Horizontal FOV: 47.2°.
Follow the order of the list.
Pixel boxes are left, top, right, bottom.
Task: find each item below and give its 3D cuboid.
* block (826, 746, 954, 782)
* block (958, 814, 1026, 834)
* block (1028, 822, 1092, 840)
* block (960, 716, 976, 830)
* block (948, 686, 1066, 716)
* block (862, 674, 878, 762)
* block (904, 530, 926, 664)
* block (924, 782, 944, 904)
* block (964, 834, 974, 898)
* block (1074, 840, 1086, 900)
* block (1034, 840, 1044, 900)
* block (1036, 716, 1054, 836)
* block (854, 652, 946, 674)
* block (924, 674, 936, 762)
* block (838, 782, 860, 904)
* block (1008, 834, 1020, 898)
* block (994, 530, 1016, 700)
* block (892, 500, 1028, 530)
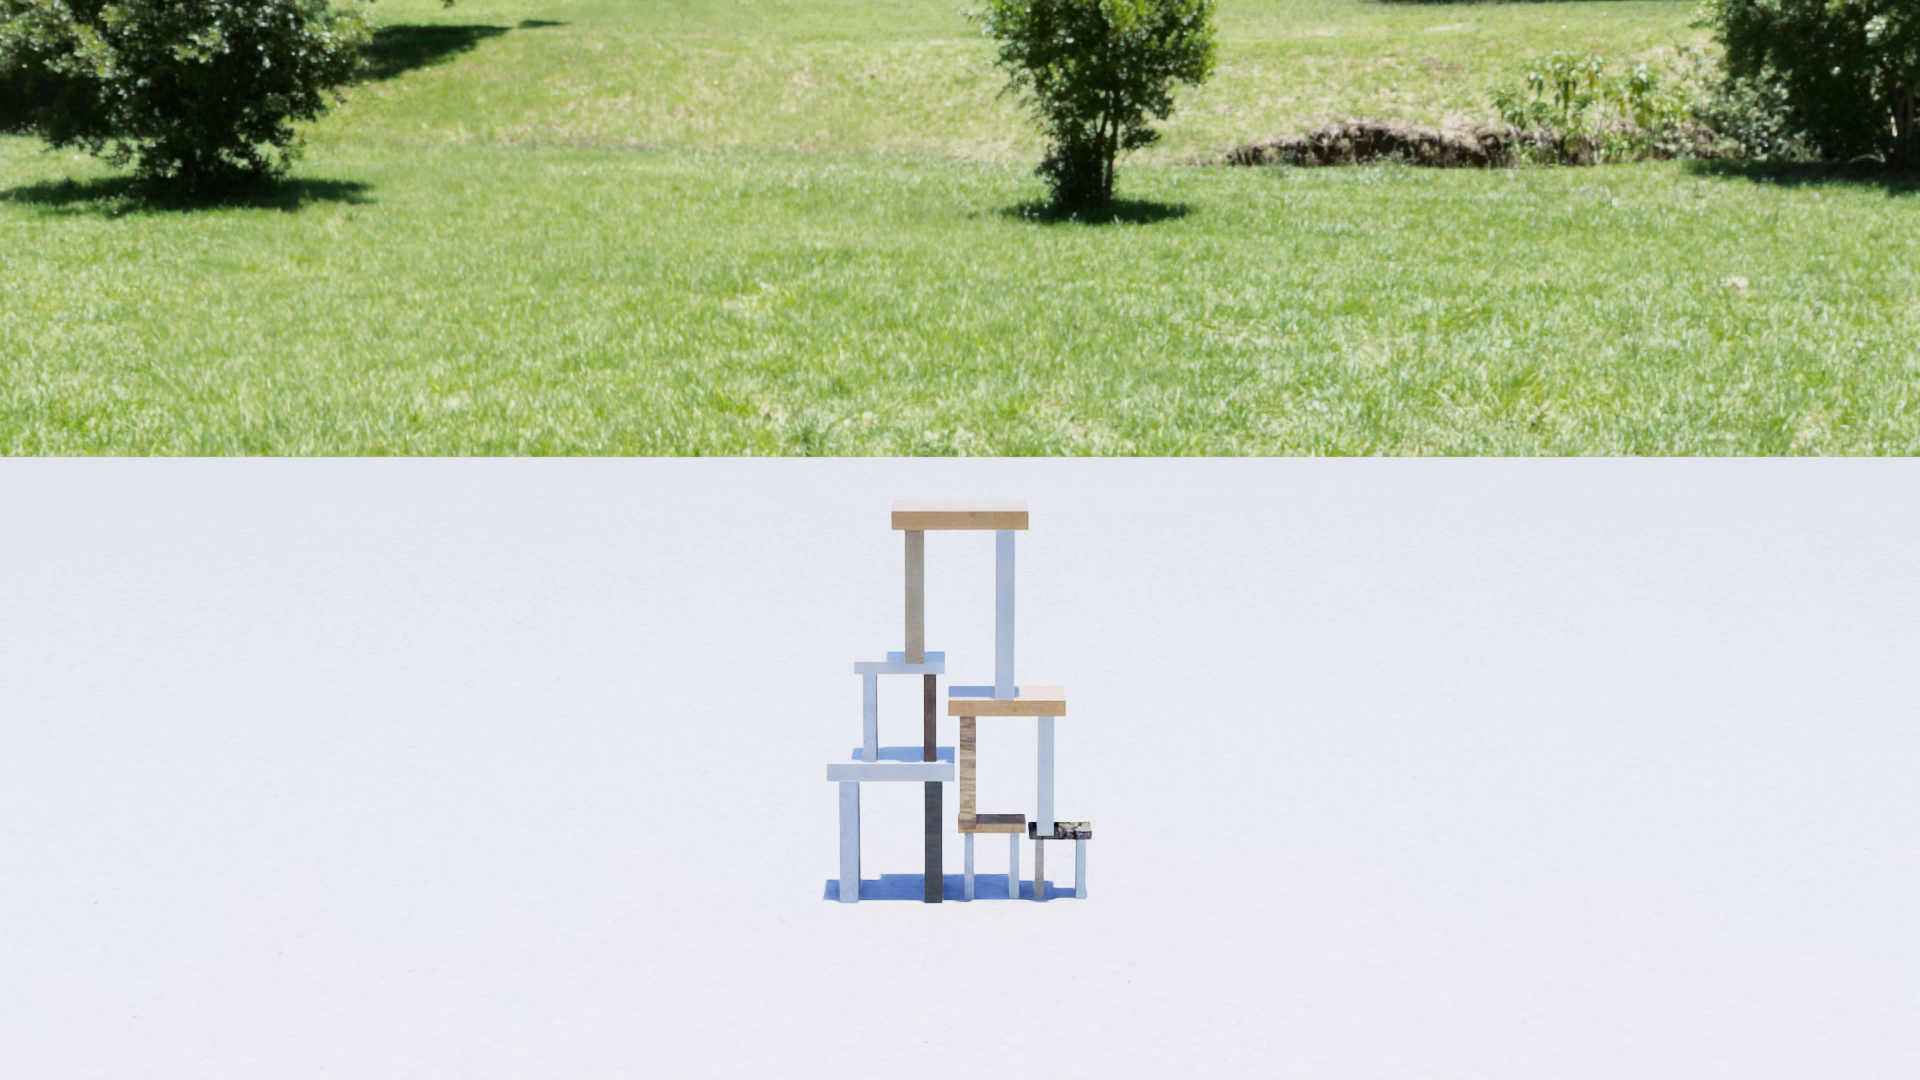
[{"bbox_3d":[-0.113,0.369,3.632,0.209,0.030,0.104,0,11,0],"label":"block"},{"bbox_3d":[0.053,0.471,3.652,0.112,0.016,0.056,0,11,0],"label":"block"},{"bbox_3d":[0.166,0.482,3.645,0.104,0.015,0.052,0,11,0],"label":"block"},{"bbox_3d":[0.013,0.371,3.624,0.027,0.191,0.095,0,11,0],"label":"block"},{"bbox_3d":[0.076,0.264,3.604,0.191,0.027,0.095,0,11,0],"label":"block"},{"bbox_3d":[-0.147,0.283,3.611,0.021,0.148,0.074,0,11,0],"label":"block"},{"bbox_3d":[-0.073,0.082,3.577,0.031,0.219,0.109,0,11,0],"label":"block"},{"bbox_3d":[-0.043,0.487,3.654,0.030,0.209,0.104,0,11,0],"label":"block"},{"bbox_3d":[0.015,0.534,3.663,0.016,0.113,0.056,0,11,0],"label":"block"},{"bbox_3d":[0.200,0.540,3.656,0.015,0.104,0.052,0,11,0],"label":"block"},{"bbox_3d":[0.131,0.540,3.656,0.015,0.104,0.052,0,11,0],"label":"block"},{"bbox_3d":[0.140,0.376,3.625,0.027,0.201,0.095,0,11,0],"label":"block"},{"bbox_3d":[-0.098,0.200,3.596,0.148,0.021,0.074,0,11,0],"label":"block"},{"bbox_3d":[-0.049,0.283,3.611,0.021,0.148,0.074,0,11,0],"label":"block"},{"bbox_3d":[-0.183,0.487,3.654,0.030,0.209,0.104,0,11,0],"label":"block"},{"bbox_3d":[0.090,0.534,3.663,0.016,0.112,0.056,0,11,0],"label":"block"},{"bbox_3d":[0.073,0.112,3.582,0.031,0.279,0.109,0,11,1],"label":"block"},{"bbox_3d":[0.000,-0.041,3.554,0.219,0.031,0.109,0,11,0],"label":"block"}]
